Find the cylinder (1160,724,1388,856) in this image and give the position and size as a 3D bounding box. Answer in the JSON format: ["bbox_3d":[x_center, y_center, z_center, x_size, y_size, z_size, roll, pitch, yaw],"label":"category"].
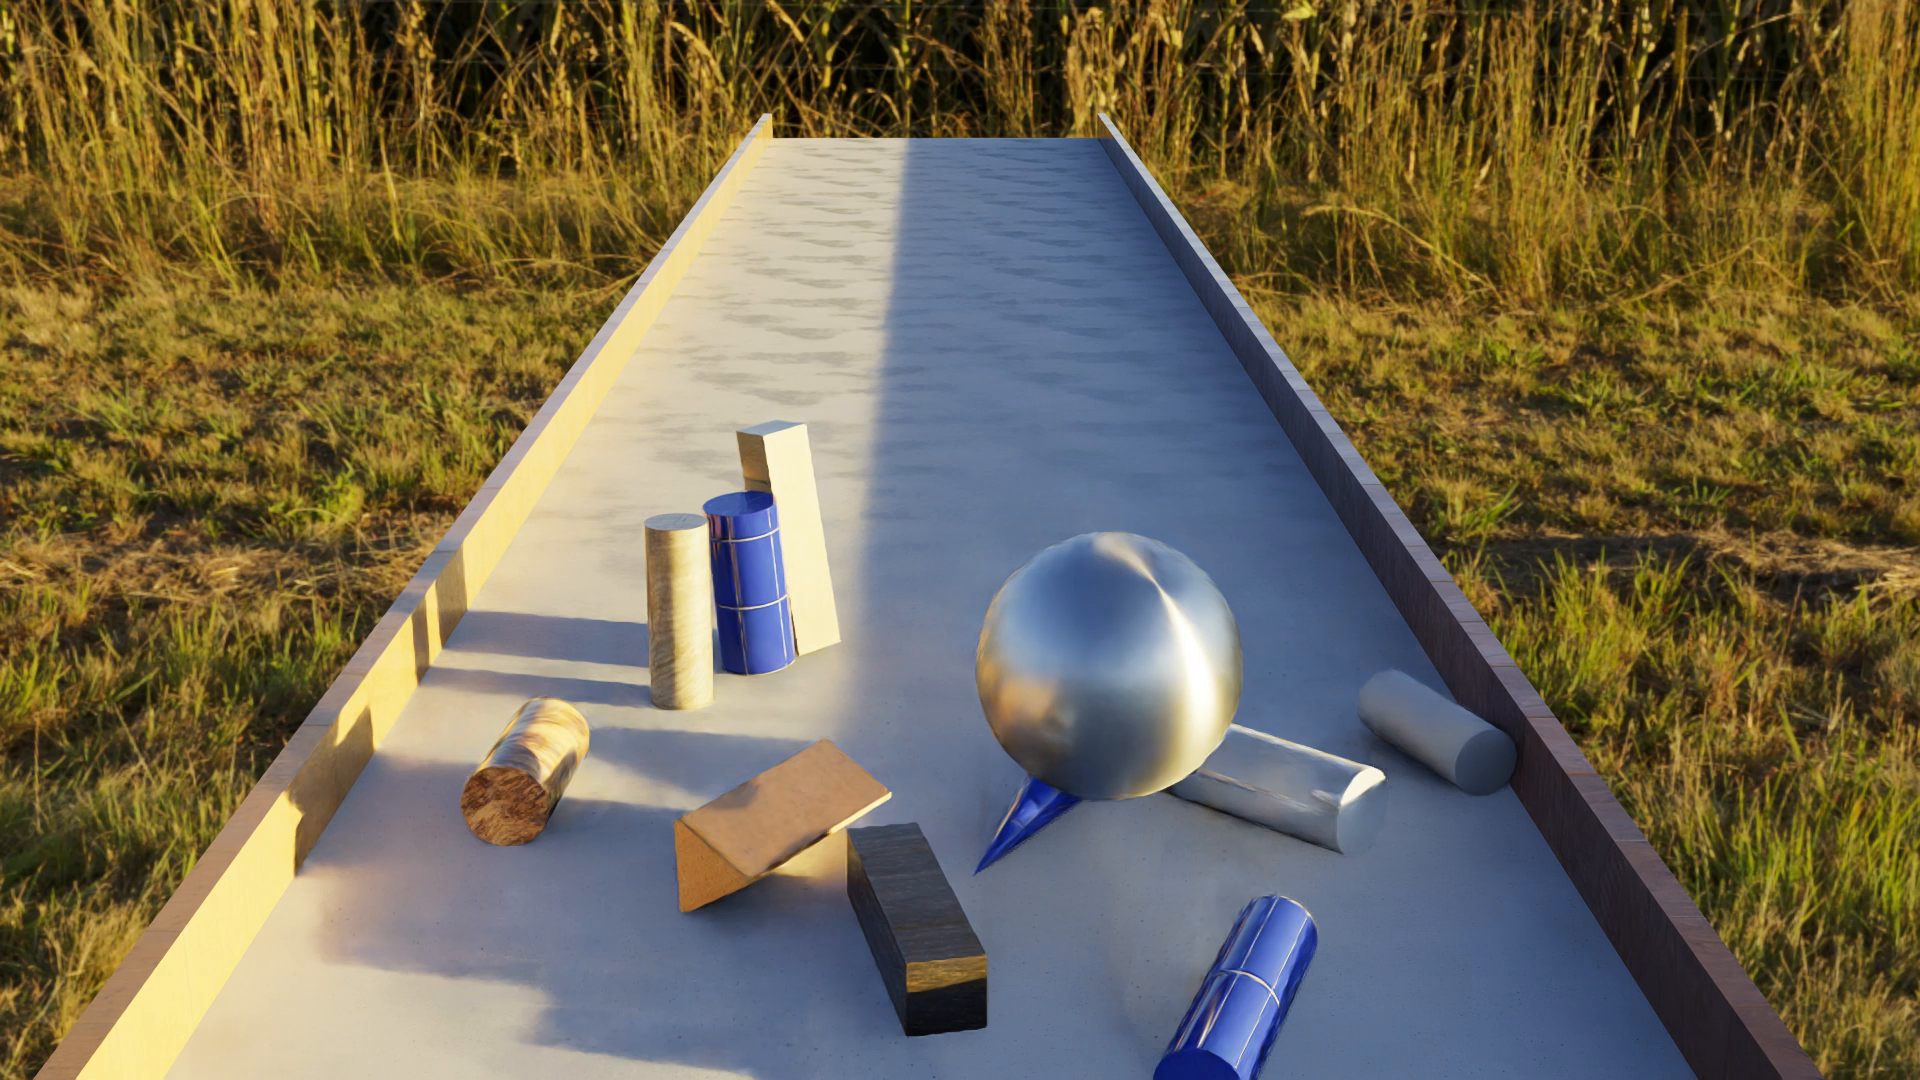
[{"bbox_3d":[0.502,0.396,3.636,0.389,0.147,0.147,15,22,42],"label":"cylinder"}]

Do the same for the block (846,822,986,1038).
[{"bbox_3d":[-0.069,0.553,3.174,0.110,0.110,0.449,-4,17,-12],"label":"block"}]

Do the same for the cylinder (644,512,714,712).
[{"bbox_3d":[-0.530,0.136,4.150,0.120,0.354,0.120,0,17,0],"label":"cylinder"}]

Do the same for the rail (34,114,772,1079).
[{"bbox_3d":[-1.118,-0.838,7.780,0.050,0.150,12.000,0,17,-1],"label":"rail"}]

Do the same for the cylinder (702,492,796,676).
[{"bbox_3d":[-0.415,0.085,4.336,0.147,0.333,0.147,-5,20,2],"label":"cylinder"}]

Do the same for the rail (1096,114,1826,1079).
[{"bbox_3d":[0.932,-0.844,7.801,0.050,0.150,12.000,0,17,-1],"label":"rail"}]

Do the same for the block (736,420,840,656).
[{"bbox_3d":[-0.344,-0.005,4.415,0.101,0.456,0.101,-19,19,-34],"label":"block"}]

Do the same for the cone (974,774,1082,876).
[{"bbox_3d":[0.106,0.455,3.597,0.116,0.116,0.375,9,27,27],"label":"cone"}]

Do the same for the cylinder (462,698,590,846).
[{"bbox_3d":[-0.723,0.384,3.684,0.142,0.142,0.308,1,17,3],"label":"cylinder"}]

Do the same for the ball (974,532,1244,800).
[{"bbox_3d":[0.215,0.182,3.178,0.388,0.388,0.388,0,17,0],"label":"ball"}]

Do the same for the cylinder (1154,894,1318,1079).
[{"bbox_3d":[0.374,0.622,2.931,0.117,0.117,0.458,6,18,19],"label":"cylinder"}]

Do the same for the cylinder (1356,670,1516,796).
[{"bbox_3d":[0.836,0.337,3.877,0.123,0.123,0.322,-6,17,-20],"label":"cylinder"}]

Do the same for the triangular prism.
[{"bbox_3d":[-0.295,0.430,3.445,0.150,0.130,0.386,-28,-2,35],"label":"triangular prism"}]
